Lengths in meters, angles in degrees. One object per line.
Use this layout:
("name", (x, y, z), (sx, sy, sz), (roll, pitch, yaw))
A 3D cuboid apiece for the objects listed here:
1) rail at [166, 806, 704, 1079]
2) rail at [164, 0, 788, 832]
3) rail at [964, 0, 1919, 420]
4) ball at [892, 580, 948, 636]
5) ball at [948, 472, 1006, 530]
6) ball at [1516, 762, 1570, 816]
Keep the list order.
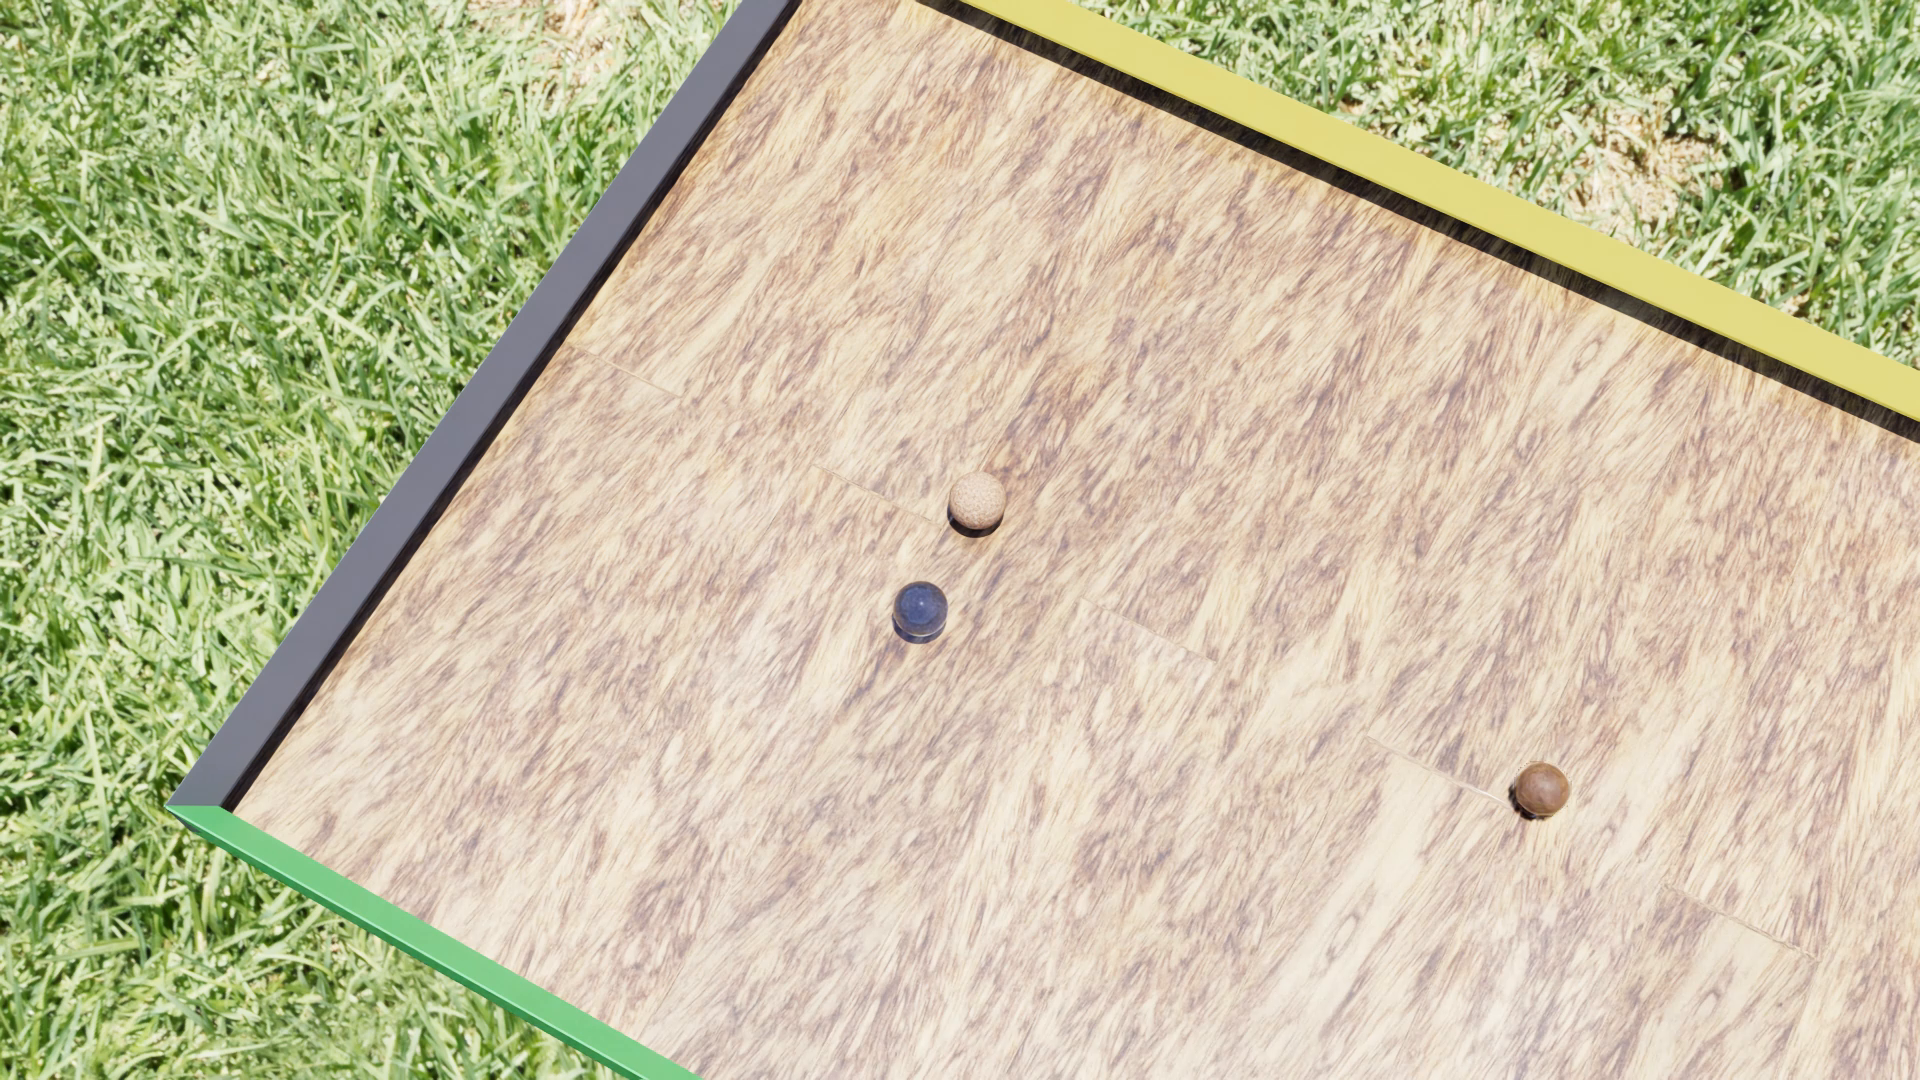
("rail", (0.266, 1.113, 3.015), (3.276, 0.123, 0.045), (26, 68, 11))
("rail", (-0.699, -0.352, 3.674), (0.045, 0.123, 1.954), (26, 68, 11))
("rail", (1.174, -0.416, 3.703), (3.276, 0.123, 0.045), (26, 68, 11))
("ball", (-0.062, 0.109, 3.486), (0.089, 0.089, 0.089), (0, 66, 0))
("ball", (0.029, -0.064, 3.561), (0.094, 0.094, 0.094), (0, 66, 0))
("ball", (0.892, 0.382, 3.368), (0.081, 0.081, 0.081), (0, 66, 0))
